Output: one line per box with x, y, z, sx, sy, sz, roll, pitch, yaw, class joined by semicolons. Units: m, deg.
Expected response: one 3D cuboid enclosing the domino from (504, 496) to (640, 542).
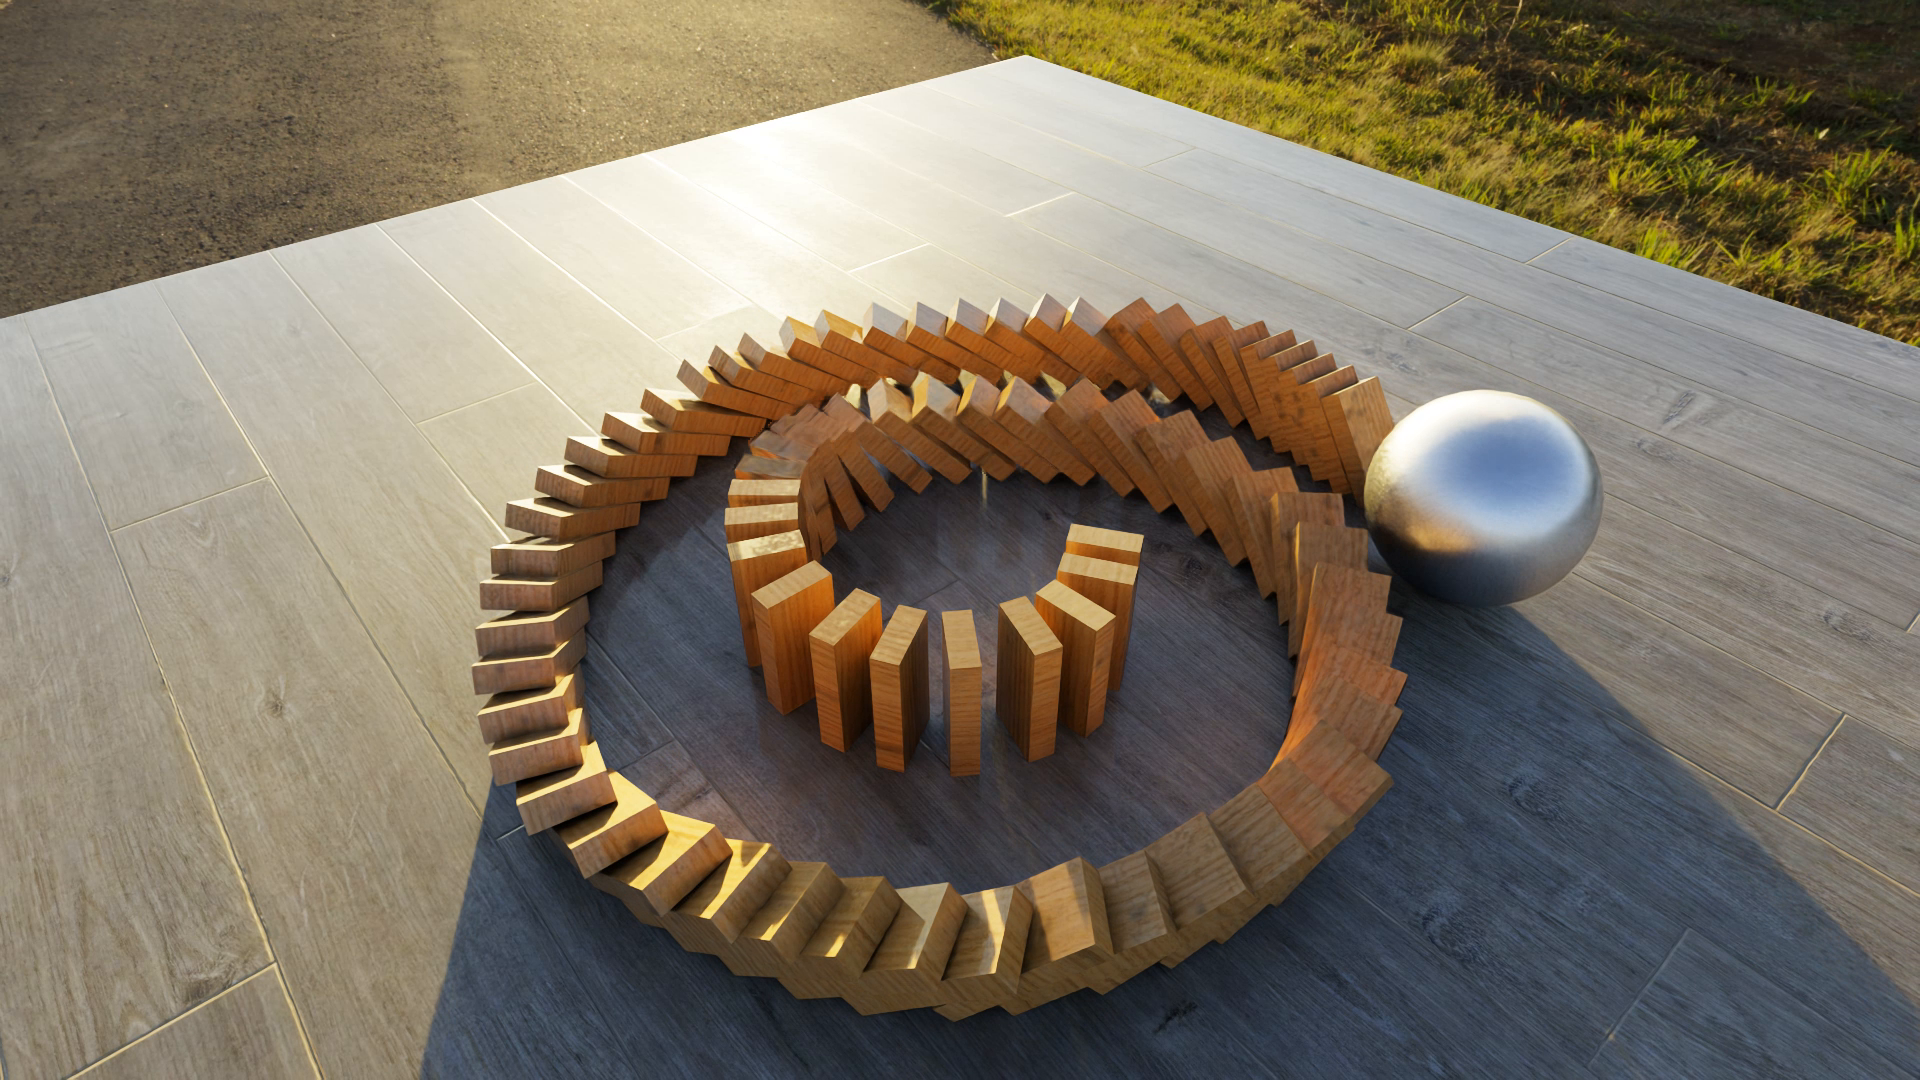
-0.153;-0.010;0.438;0.025;0.010;0.050;14;12;17;domino

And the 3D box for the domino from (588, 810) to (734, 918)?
-0.087;0.090;0.312;0.025;0.010;0.050;-39;19;-34;domino

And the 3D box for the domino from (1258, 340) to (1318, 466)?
0.154;-0.061;0.490;0.025;0.050;0.009;-24;6;-26;domino

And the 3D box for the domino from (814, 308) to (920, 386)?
-0.045;-0.093;0.535;0.050;0.009;0.025;21;25;-28;domino

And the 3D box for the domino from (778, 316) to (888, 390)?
-0.061;-0.089;0.531;0.050;0.009;0.025;20;26;-31;domino

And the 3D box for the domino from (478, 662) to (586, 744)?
-0.138;0.052;0.359;0.025;0.010;0.050;-12;8;-12;domino

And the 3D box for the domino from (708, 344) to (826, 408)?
-0.090;-0.075;0.513;0.050;0.009;0.025;13;21;-47;domino

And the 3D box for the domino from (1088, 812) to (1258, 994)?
0.053;0.099;0.301;0.050;0.010;0.025;-35;43;9;domino

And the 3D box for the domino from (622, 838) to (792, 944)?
-0.071;0.095;0.304;0.050;0.009;0.025;-12;28;47;domino

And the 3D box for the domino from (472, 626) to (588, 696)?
-0.145;0.040;0.374;0.025;0.009;0.050;-6;7;-7;domino

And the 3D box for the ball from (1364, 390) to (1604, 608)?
0.192;-0.015;0.406;0.080;0.080;0.080;0;39;0;ball

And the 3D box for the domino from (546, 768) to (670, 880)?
-0.106;0.082;0.324;0.025;0.010;0.050;-26;15;-29;domino

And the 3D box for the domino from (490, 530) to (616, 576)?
-0.154;0.004;0.418;0.025;0.010;0.050;2;9;6;domino

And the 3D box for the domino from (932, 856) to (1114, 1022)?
0.015;0.106;0.292;0.050;0.009;0.025;-30;37;20;domino

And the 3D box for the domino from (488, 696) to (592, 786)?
-0.131;0.062;0.347;0.025;0.009;0.050;-13;8;-15;domino

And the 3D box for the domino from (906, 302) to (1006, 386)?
-0.002;-0.097;0.544;0.050;0.010;0.025;24;36;-18;domino

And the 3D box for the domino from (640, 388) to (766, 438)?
-0.115;-0.057;0.495;0.025;0.009;0.050;33;20;33;domino

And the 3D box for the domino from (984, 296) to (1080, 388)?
0.037;-0.098;0.544;0.050;0.010;0.025;29;38;-13;domino

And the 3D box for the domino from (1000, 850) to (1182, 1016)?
0.032;0.105;0.295;0.050;0.010;0.025;-28;37;15;domino

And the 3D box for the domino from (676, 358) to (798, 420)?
-0.102;-0.068;0.505;0.050;0.010;0.025;11;23;-48;domino

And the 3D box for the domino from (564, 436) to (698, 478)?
-0.139;-0.035;0.467;0.025;0.009;0.050;22;14;28;domino

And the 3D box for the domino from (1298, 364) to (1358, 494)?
0.165;-0.047;0.473;0.025;0.050;0.009;-23;6;-26;domino

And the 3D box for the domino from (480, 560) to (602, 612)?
-0.153;0.016;0.405;0.025;0.010;0.050;1;9;2;domino

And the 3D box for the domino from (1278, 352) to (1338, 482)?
0.159;-0.054;0.481;0.025;0.050;0.009;-23;6;-26;domino

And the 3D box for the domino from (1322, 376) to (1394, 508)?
0.173;-0.041;0.466;0.025;0.050;0.009;-23;6;-26;domino

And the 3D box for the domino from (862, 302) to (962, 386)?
-0.024;-0.096;0.541;0.050;0.009;0.025;25;33;-22;domino

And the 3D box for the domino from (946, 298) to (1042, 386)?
0.018;-0.098;0.544;0.050;0.010;0.025;27;36;-16;domino

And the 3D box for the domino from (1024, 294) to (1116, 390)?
0.057;-0.098;0.542;0.050;0.010;0.025;36;41;-11;domino

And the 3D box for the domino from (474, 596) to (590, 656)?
-0.149;0.030;0.386;0.025;0.010;0.050;-6;7;-6;domino

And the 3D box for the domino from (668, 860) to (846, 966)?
-0.056;0.100;0.299;0.050;0.010;0.025;-14;26;43;domino

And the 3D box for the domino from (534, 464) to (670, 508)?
-0.147;-0.023;0.454;0.025;0.010;0.050;20;14;22;domino

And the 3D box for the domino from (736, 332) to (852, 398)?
-0.078;-0.082;0.521;0.050;0.010;0.025;15;19;-43;domino

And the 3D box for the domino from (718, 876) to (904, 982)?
-0.041;0.104;0.295;0.050;0.010;0.025;-17;25;40;domino

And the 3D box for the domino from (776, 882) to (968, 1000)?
-0.024;0.107;0.292;0.050;0.010;0.025;-20;27;35;domino

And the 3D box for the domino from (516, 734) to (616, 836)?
-0.120;0.073;0.334;0.025;0.010;0.050;-20;10;-21;domino

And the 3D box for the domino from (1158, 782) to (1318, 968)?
0.071;0.094;0.308;0.050;0.009;0.025;-38;47;6;domino

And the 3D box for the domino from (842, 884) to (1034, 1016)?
-0.006;0.108;0.290;0.050;0.010;0.025;-22;29;30;domino

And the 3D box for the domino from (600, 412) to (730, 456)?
-0.128;-0.046;0.481;0.025;0.010;0.050;26;17;30;domino
